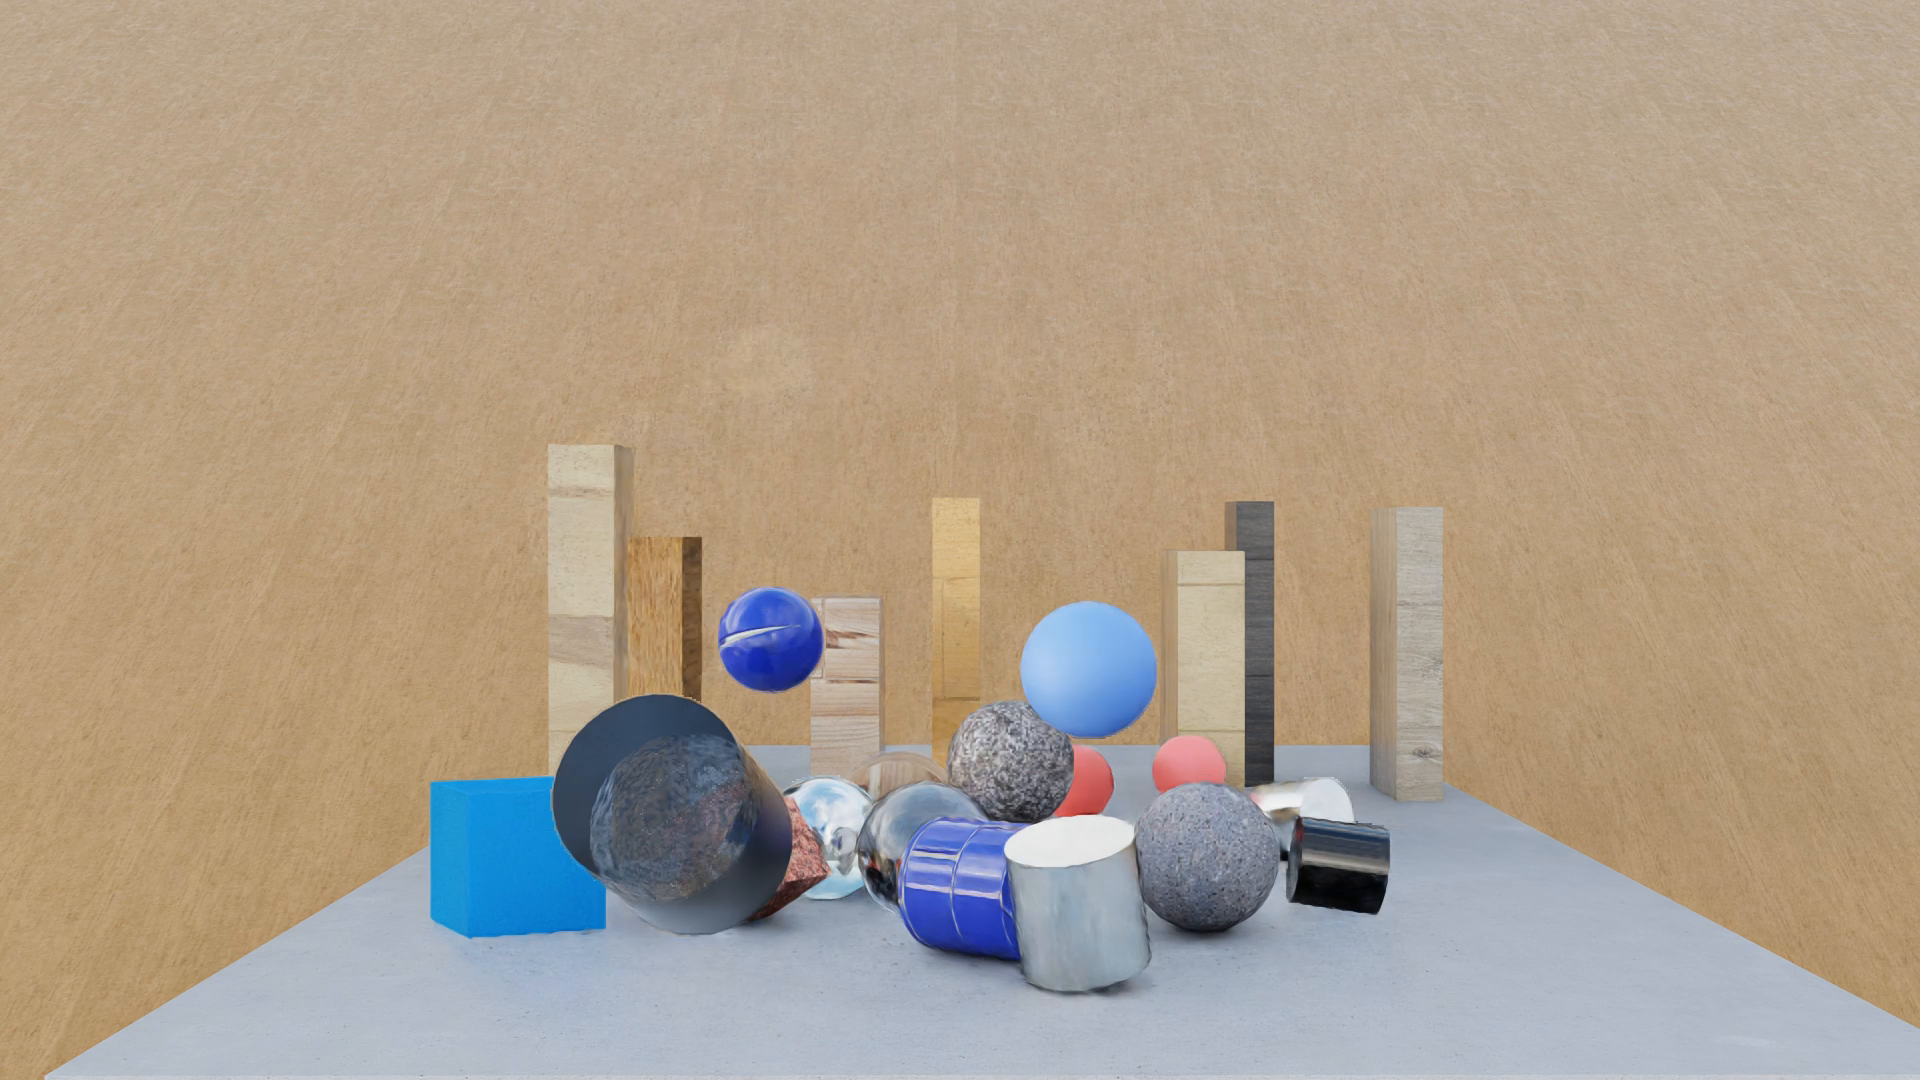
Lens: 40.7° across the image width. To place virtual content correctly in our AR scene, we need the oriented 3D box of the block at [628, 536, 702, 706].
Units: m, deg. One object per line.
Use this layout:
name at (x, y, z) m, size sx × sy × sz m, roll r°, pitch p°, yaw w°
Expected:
block at (-0.490, 0.267, 4.311) m, size 0.087 × 0.543 × 0.305 m, roll 0°, pitch 0°, yaw 0°

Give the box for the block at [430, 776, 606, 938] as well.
block at (-0.625, 0.444, 3.649) m, size 0.195 × 0.195 × 0.195 m, roll 0°, pitch 0°, yaw -26°

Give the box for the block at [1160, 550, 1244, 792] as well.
block at (0.429, 0.277, 4.609) m, size 0.114 × 0.518 × 0.390 m, roll 0°, pitch 0°, yaw 0°

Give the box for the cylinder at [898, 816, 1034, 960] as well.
cylinder at (0.043, 0.454, 3.370) m, size 0.176 × 0.176 × 0.176 m, roll 0°, pitch 23°, yaw 41°

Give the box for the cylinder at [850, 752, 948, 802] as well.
cylinder at (-0.097, 0.441, 4.089) m, size 0.197 × 0.197 × 0.197 m, roll 0°, pitch 0°, yaw 1°

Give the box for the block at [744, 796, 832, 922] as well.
block at (-0.289, 0.452, 3.648) m, size 0.127 × 0.127 × 0.127 m, roll 2°, pitch 56°, yaw -59°

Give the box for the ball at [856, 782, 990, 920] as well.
ball at (-0.046, 0.441, 3.651) m, size 0.200 × 0.200 × 0.200 m, roll 0°, pitch 29°, yaw 0°

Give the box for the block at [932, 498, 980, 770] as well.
block at (-0.008, 0.222, 5.504) m, size 0.096 × 0.620 × 0.385 m, roll 0°, pitch 0°, yaw 0°

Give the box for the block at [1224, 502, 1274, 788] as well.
block at (0.634, 0.224, 5.675) m, size 0.081 × 0.615 × 0.243 m, roll 0°, pitch 0°, yaw 0°

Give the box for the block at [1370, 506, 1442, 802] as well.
block at (0.938, 0.232, 5.451) m, size 0.094 × 0.601 × 0.346 m, roll 0°, pitch 0°, yaw 0°

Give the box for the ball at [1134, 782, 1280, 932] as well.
ball at (0.337, 0.438, 3.576) m, size 0.207 × 0.207 × 0.207 m, roll 0°, pitch 29°, yaw 0°

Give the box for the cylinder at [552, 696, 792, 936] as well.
cylinder at (-0.309, 0.302, 2.816) m, size 0.210 × 0.210 × 0.210 m, roll -4°, pitch 66°, yaw 10°

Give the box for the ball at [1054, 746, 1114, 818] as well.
ball at (0.221, 0.463, 4.919) m, size 0.144 × 0.144 × 0.144 m, roll 0°, pitch 29°, yaw 0°

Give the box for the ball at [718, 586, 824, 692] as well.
ball at (-0.220, 0.115, 3.012) m, size 0.125 × 0.125 × 0.125 m, roll 0°, pitch 29°, yaw 0°

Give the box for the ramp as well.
ramp at (0.066, 0.586, 4.636) m, size 2.000 × 0.100 × 4.000 m, roll 0°, pitch 0°, yaw 0°

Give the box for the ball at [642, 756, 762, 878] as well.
ball at (-0.405, 0.437, 4.073) m, size 0.191 × 0.191 × 0.191 m, roll 0°, pitch 29°, yaw 0°

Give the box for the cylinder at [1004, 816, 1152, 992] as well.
cylinder at (0.143, 0.440, 3.142) m, size 0.160 × 0.160 × 0.160 m, roll -8°, pitch 15°, yaw 2°

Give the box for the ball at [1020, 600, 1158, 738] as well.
ball at (0.133, 0.134, 2.678) m, size 0.141 × 0.141 × 0.141 m, roll 0°, pitch 29°, yaw 0°

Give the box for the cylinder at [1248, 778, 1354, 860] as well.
cylinder at (0.557, 0.462, 4.269) m, size 0.129 × 0.129 × 0.129 m, roll -28°, pitch 11°, yaw -40°

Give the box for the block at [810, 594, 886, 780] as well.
block at (-0.228, 0.325, 5.321) m, size 0.136 × 0.418 × 0.407 m, roll 0°, pitch 0°, yaw 0°

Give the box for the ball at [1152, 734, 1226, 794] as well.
ball at (0.386, 0.388, 4.352) m, size 0.124 × 0.124 × 0.124 m, roll 0°, pitch 29°, yaw 0°

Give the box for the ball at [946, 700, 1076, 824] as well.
ball at (0.077, 0.341, 3.938) m, size 0.196 × 0.196 × 0.196 m, roll 0°, pitch 29°, yaw 0°

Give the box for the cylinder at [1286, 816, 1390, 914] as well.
cylinder at (0.542, 0.466, 3.709) m, size 0.125 × 0.125 × 0.125 m, roll 8°, pitch 29°, yaw 0°

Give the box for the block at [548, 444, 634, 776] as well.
block at (-0.816, 0.162, 5.748) m, size 0.140 × 0.739 × 0.361 m, roll 0°, pitch 0°, yaw 0°

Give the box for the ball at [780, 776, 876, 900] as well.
ball at (-0.204, 0.447, 3.884) m, size 0.185 × 0.185 × 0.185 m, roll 0°, pitch 29°, yaw 0°
